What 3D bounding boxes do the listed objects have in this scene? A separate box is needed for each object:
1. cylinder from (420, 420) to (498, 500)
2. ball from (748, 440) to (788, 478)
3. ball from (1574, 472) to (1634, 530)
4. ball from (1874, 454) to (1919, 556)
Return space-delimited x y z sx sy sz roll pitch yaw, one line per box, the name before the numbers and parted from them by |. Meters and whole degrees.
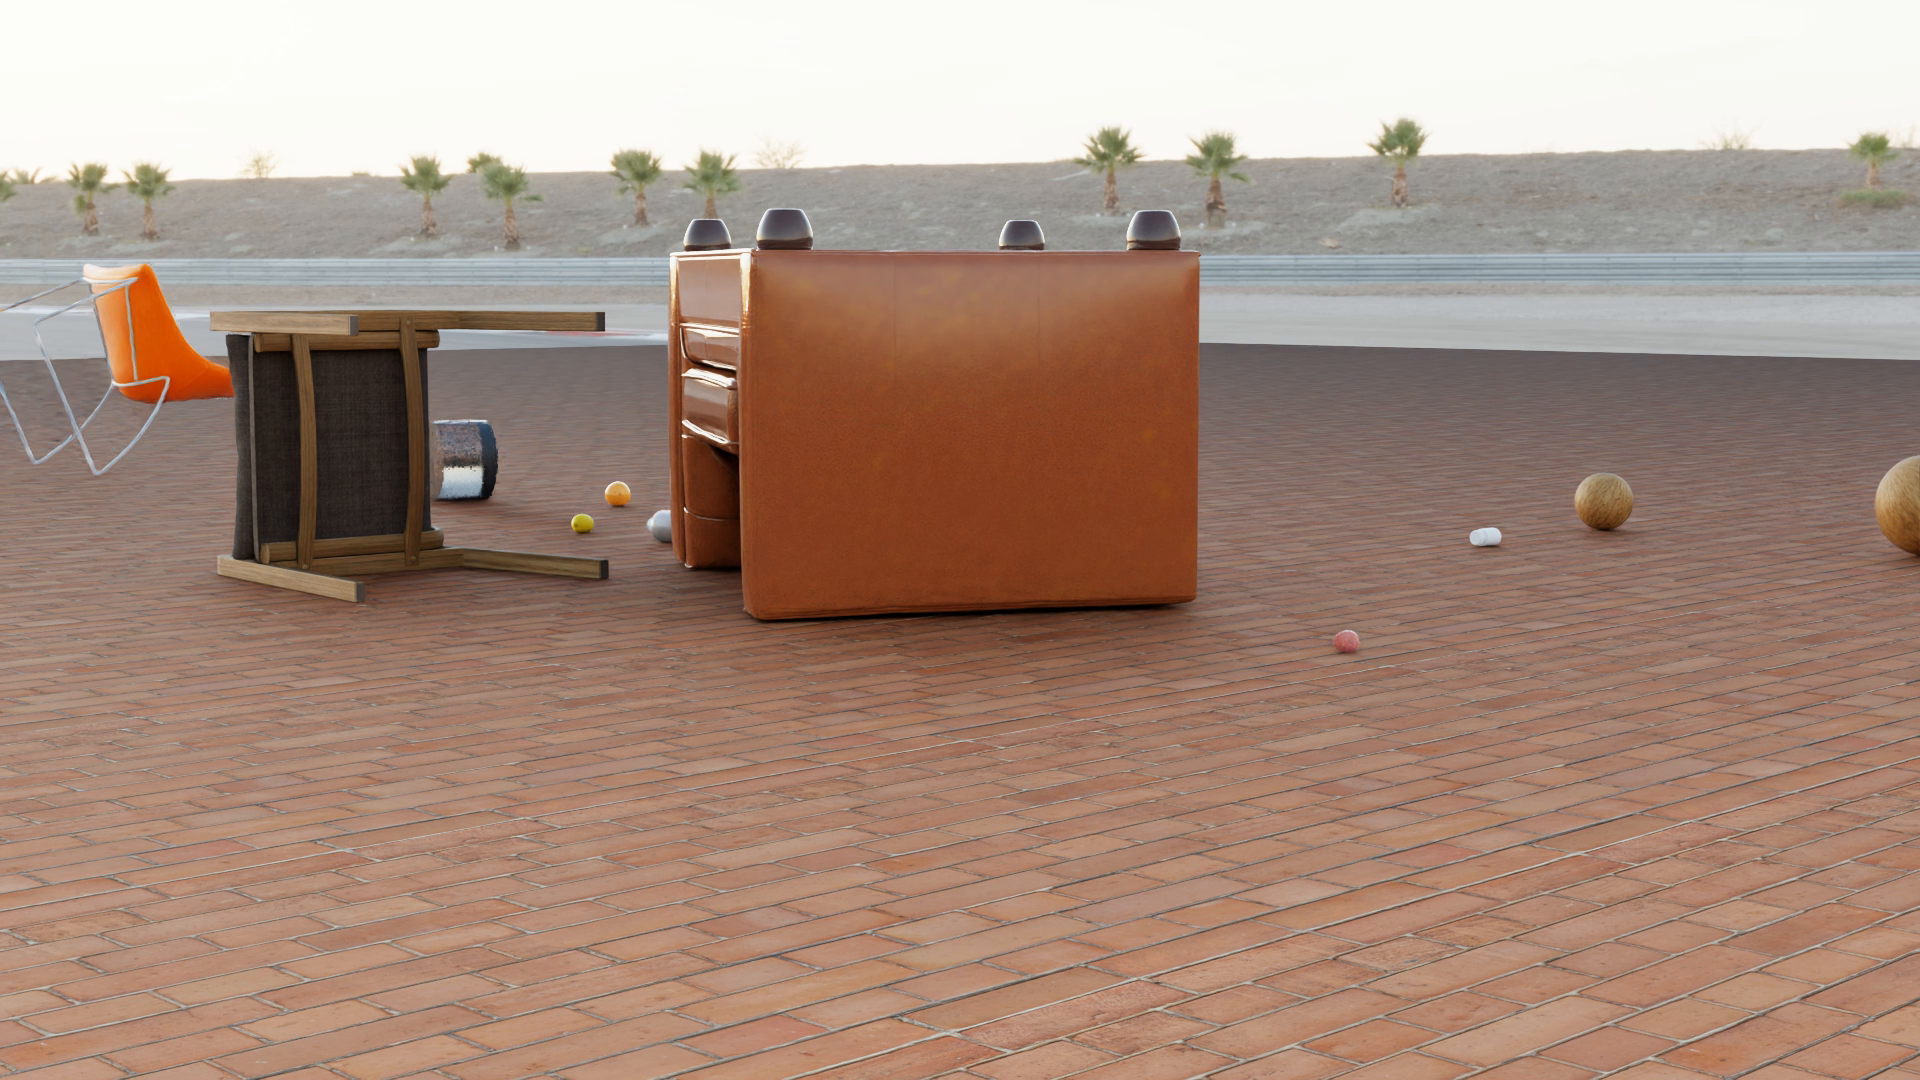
cylinder | -1.476 -0.235 7.555 0.160 0.235 0.220 -3 31 -29
ball | -0.625 -0.262 8.343 0.126 0.126 0.126 0 6 0
ball | 1.669 -0.100 6.653 0.150 0.150 0.150 0 6 0
ball | 2.274 -0.081 6.020 0.242 0.242 0.242 0 6 0
